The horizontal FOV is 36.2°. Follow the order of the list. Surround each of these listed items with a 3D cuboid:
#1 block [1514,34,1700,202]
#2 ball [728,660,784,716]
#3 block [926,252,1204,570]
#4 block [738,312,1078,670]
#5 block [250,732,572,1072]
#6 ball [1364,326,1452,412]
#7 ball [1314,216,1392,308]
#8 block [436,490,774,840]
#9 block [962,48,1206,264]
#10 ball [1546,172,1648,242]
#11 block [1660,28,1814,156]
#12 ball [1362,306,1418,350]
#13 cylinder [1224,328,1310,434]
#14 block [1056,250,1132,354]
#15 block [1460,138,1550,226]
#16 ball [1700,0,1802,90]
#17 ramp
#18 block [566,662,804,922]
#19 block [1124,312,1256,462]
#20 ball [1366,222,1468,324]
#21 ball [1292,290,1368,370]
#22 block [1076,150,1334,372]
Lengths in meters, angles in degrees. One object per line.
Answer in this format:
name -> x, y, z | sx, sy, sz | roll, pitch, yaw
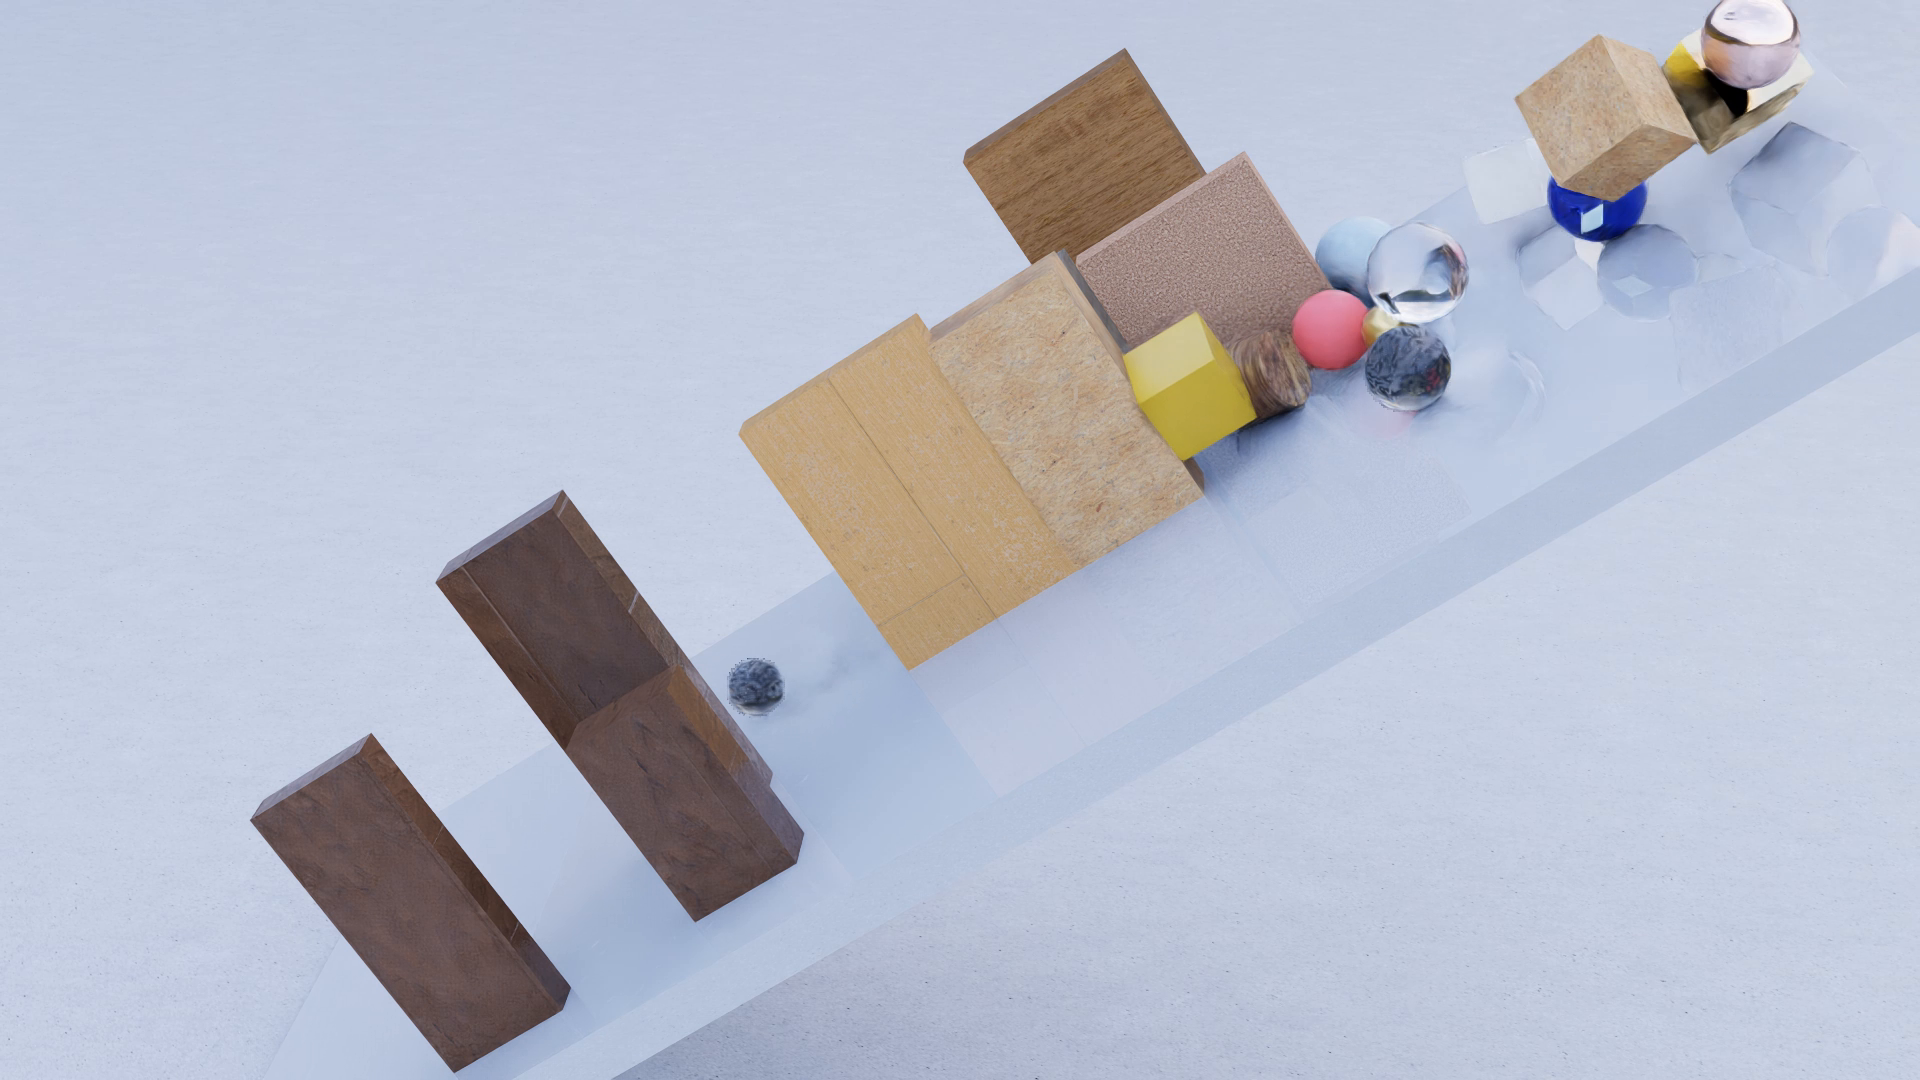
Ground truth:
block -> 1.248, -0.812, 5.681 | 0.210, 0.210, 0.210 | 5, -34, -48
ball -> -0.461, 0.334, 6.649 | 0.126, 0.126, 0.126 | 0, 21, 0
block -> 0.223, -0.268, 6.147 | 0.311, 0.579, 0.143 | -31, 16, 14
block -> -0.100, -0.096, 6.206 | 0.444, 0.635, 0.084 | -31, 16, 14
block -> -1.073, 0.717, 5.771 | 0.271, 0.657, 0.092 | -31, 16, 14
ball -> 0.876, -0.336, 5.749 | 0.168, 0.168, 0.168 | 0, 21, 0
ball -> 0.885, -0.612, 6.497 | 0.206, 0.206, 0.206 | 0, 21, 0
block -> -0.737, 0.292, 6.146 | 0.300, 0.761, 0.119 | -31, 16, 14
block -> 0.393, -0.733, 6.944 | 0.447, 0.711, 0.127 | -31, 16, 14
ball -> 1.284, -0.702, 5.927 | 0.201, 0.201, 0.201 | 0, 21, 0
block -> 1.541, -0.925, 5.863 | 0.192, 0.192, 0.192 | -31, -11, -10
ball -> 0.894, -0.437, 6.117 | 0.117, 0.117, 0.117 | 0, 21, 0
cylinder -> 0.624, -0.341, 6.285 | 0.177, 0.177, 0.177 | -23, 3, 38
block -> 0.196, -0.357, 6.706 | 0.394, 0.460, 0.129 | -31, 16, 14
block -> 1.176, -0.766, 6.279 | 0.146, 0.146, 0.146 | -17, 2, 25
ball -> 1.513, -0.957, 5.633 | 0.187, 0.187, 0.187 | 0, 21, 0
ramp -> 0.138, 0.171, 6.298 | 4.000, 0.100, 2.000 | -31, 16, 14
block -> -0.533, 0.493, 5.729 | 0.244, 0.432, 0.133 | -31, 16, 14
block -> 0.476, -0.318, 6.096 | 0.181, 0.181, 0.181 | -31, 36, 14
ball -> 0.931, -0.542, 5.988 | 0.207, 0.207, 0.207 | 0, 21, 0
ball -> 0.788, -0.445, 6.225 | 0.169, 0.169, 0.169 | 0, 21, 0
block -> 0.564, -0.529, 6.415 | 0.431, 0.474, 0.085 | -31, 16, 14
